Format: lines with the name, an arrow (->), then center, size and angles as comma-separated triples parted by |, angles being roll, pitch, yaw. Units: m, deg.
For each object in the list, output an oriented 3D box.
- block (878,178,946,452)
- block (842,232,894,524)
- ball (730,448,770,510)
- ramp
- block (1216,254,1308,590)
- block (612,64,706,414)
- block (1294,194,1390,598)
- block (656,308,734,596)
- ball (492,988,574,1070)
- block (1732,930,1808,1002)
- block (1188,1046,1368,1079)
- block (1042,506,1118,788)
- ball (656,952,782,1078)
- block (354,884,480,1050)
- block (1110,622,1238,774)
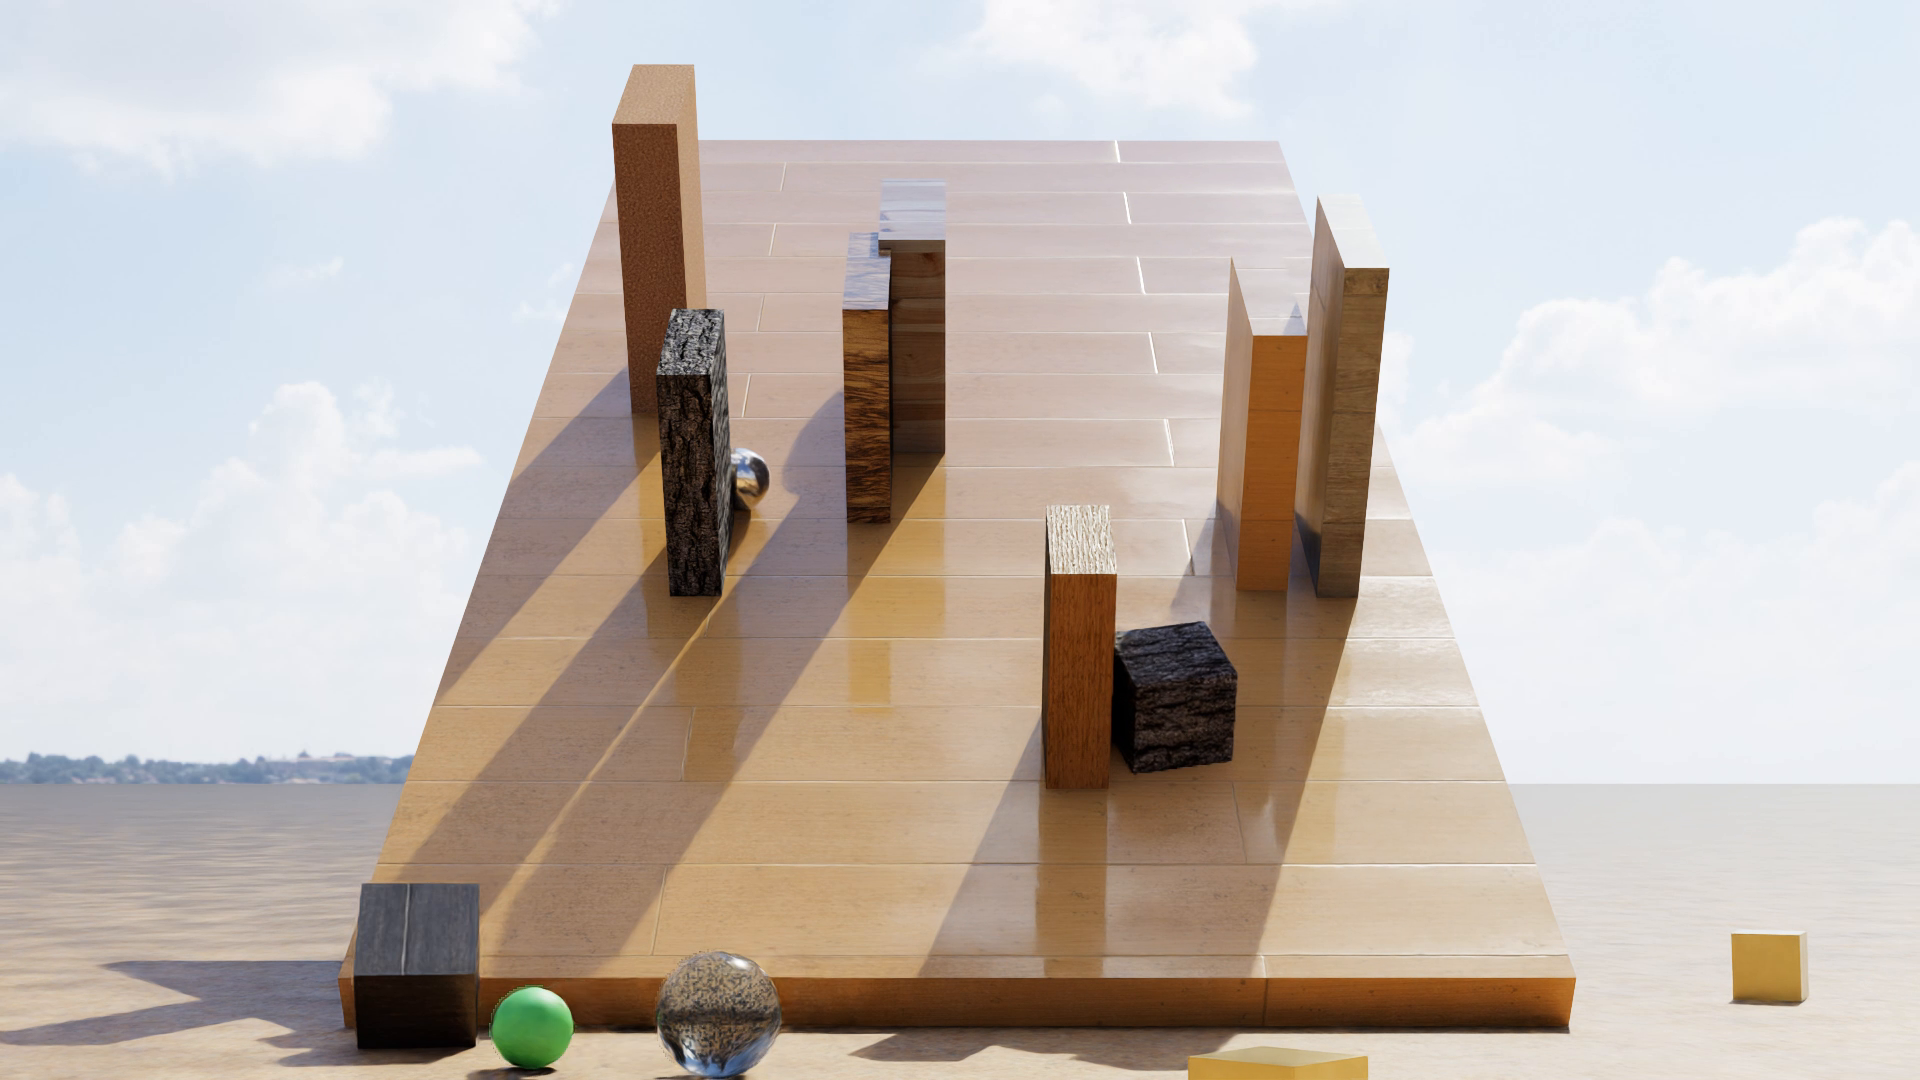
block -> -0.107, -0.521, 5.553 | 0.147, 0.523, 0.378 | 0, 29, 0
block -> -0.199, -0.361, 5.283 | 0.094, 0.504, 0.429 | 0, 29, 0
ball -> -0.483, -0.133, 5.248 | 0.138, 0.138, 0.138 | 0, -6, 0
ramp -> -0.012, -0.217, 5.649 | 2.000, 0.100, 4.000 | 0, 29, 0
block -> 0.625, -0.249, 5.013 | 0.107, 0.575, 0.418 | 0, 29, 0
block -> -0.706, -0.717, 5.704 | 0.145, 0.716, 0.428 | 0, 29, 0
block -> 0.777, -0.297, 4.939 | 0.086, 0.731, 0.396 | 0, 29, 0
block -> -0.543, -0.182, 4.959 | 0.107, 0.502, 0.322 | 0, 29, 0
ball -> -0.596, 0.682, 3.350 | 0.112, 0.112, 0.112 | 0, -6, 0
block -> 1.496, 0.784, 4.431 | 0.120, 0.120, 0.120 | -3, -6, 25
block -> 0.317, 0.578, 2.388 | 0.128, 0.128, 0.128 | -5, -8, 42
block -> 0.212, 0.194, 4.341 | 0.113, 0.448, 0.250 | 0, 29, 0
ball -> -0.327, 0.643, 3.249 | 0.169, 0.169, 0.169 | 0, -6, 0
block -> -0.814, 0.640, 3.612 | 0.173, 0.173, 0.173 | 1, -49, -10
block -> 0.386, 0.290, 4.434 | 0.190, 0.190, 0.190 | -6, 30, -12
